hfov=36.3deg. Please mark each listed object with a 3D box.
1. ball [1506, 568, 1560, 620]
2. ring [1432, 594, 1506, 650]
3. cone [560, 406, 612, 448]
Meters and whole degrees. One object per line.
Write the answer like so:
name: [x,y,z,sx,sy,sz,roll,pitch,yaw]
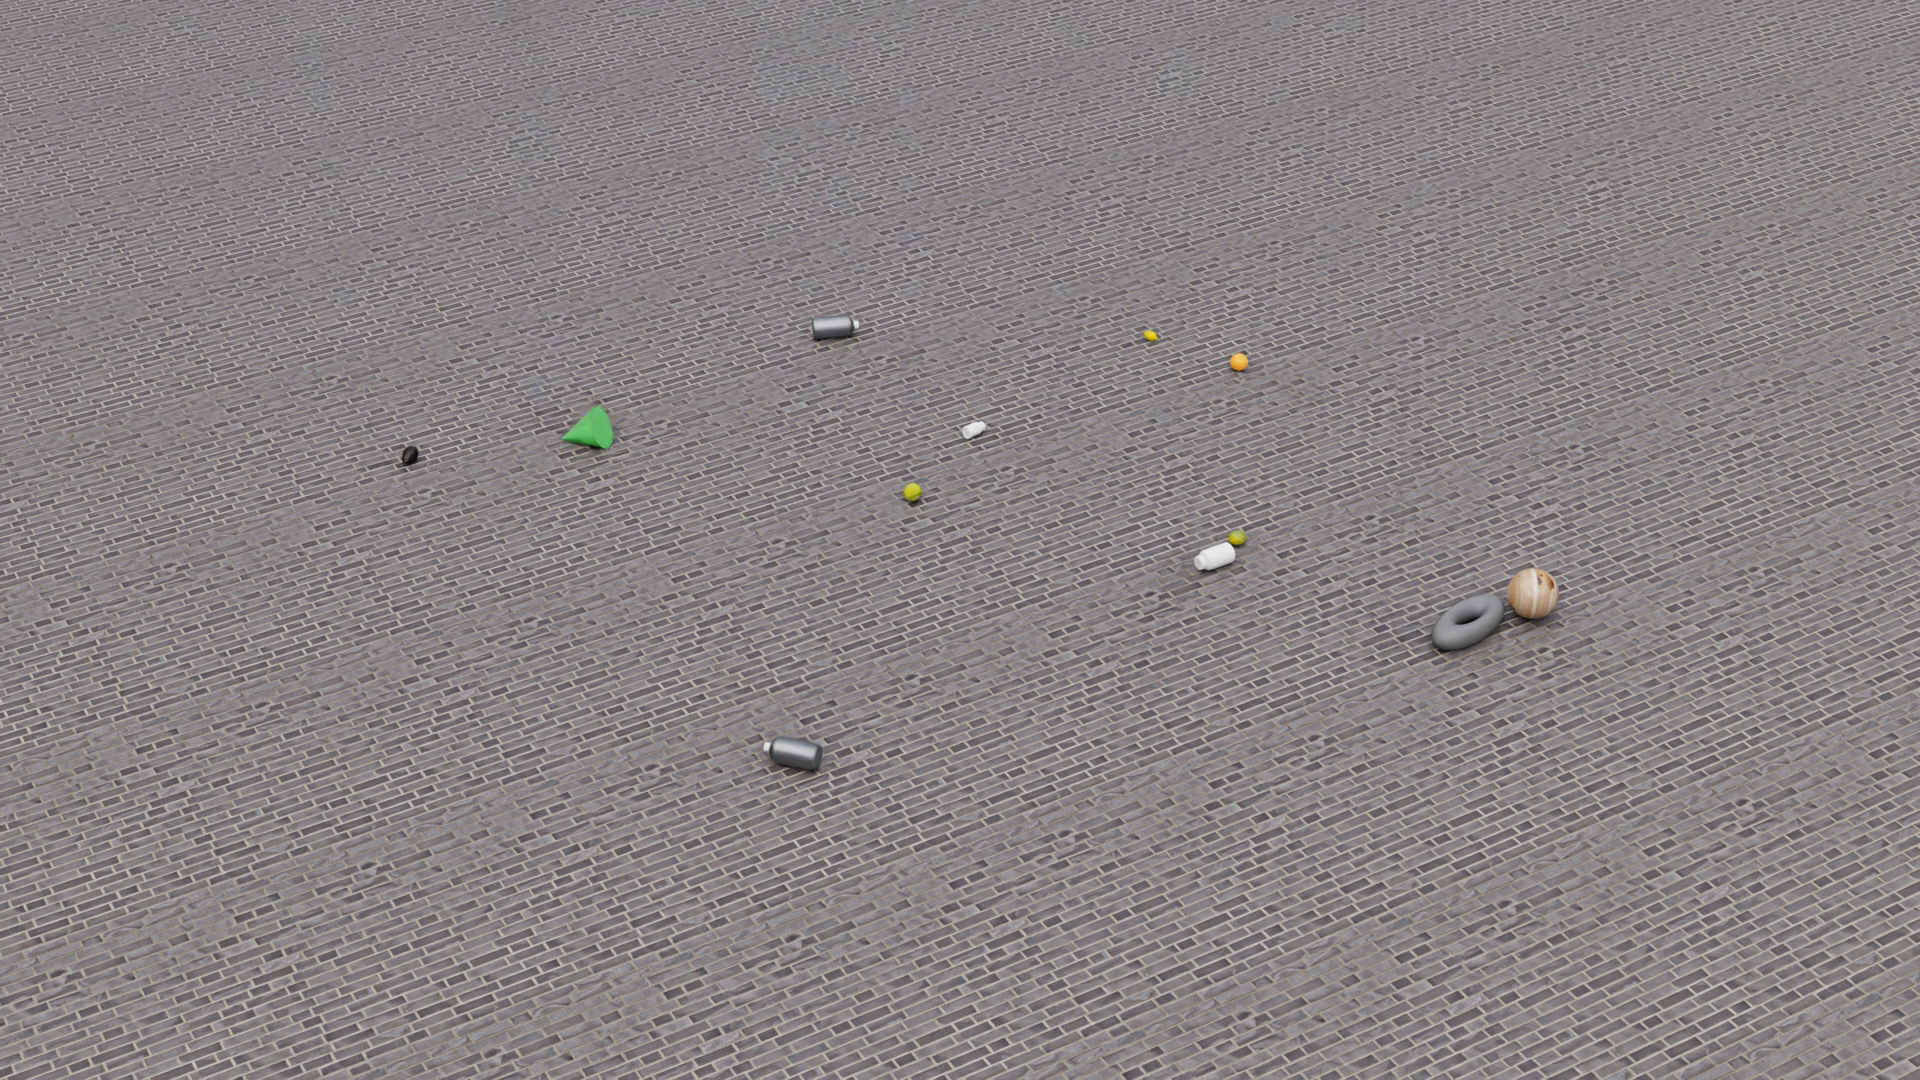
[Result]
ball: [2.049,0.192,10.487,0.184,0.184,0.184,0,33,0]
ring: [1.808,0.292,10.424,0.171,0.087,0.374,27,41,37]
cone: [-1.489,-0.420,11.512,0.188,0.165,0.180,-15,43,21]
